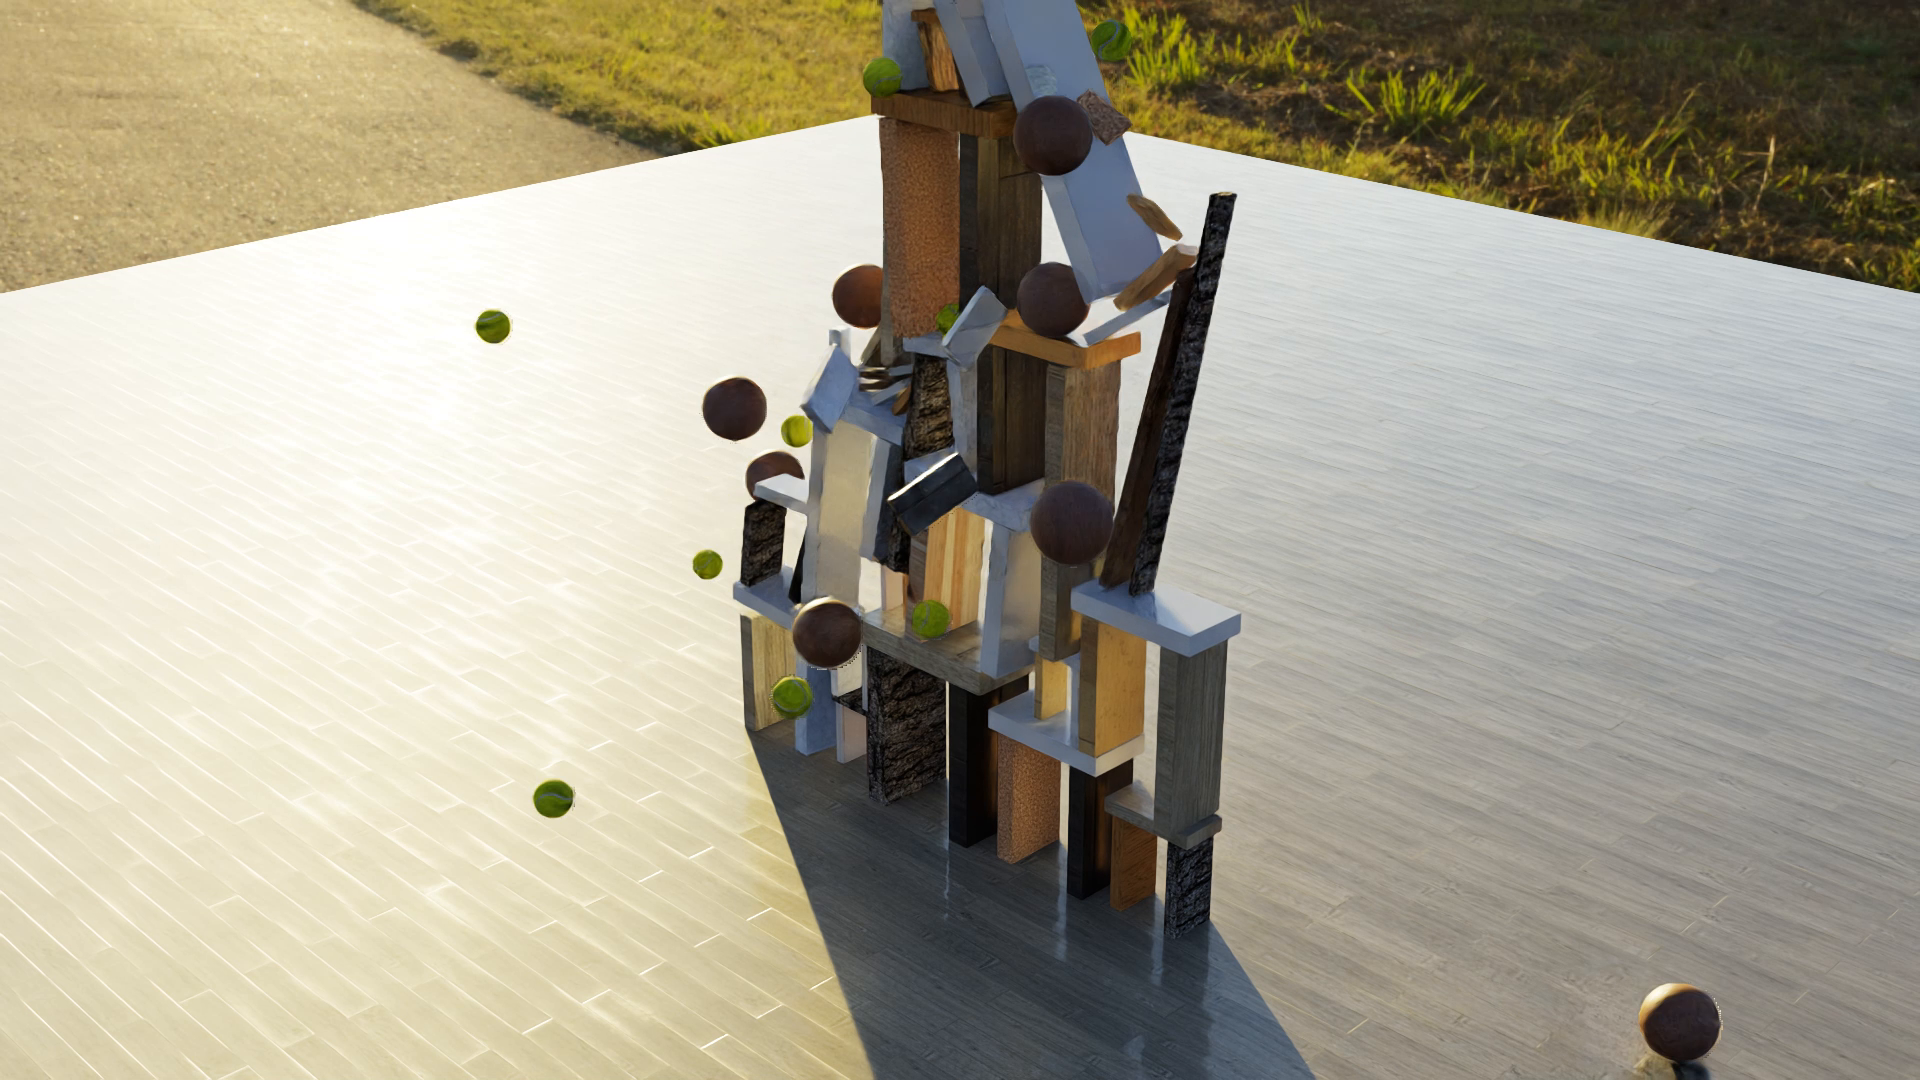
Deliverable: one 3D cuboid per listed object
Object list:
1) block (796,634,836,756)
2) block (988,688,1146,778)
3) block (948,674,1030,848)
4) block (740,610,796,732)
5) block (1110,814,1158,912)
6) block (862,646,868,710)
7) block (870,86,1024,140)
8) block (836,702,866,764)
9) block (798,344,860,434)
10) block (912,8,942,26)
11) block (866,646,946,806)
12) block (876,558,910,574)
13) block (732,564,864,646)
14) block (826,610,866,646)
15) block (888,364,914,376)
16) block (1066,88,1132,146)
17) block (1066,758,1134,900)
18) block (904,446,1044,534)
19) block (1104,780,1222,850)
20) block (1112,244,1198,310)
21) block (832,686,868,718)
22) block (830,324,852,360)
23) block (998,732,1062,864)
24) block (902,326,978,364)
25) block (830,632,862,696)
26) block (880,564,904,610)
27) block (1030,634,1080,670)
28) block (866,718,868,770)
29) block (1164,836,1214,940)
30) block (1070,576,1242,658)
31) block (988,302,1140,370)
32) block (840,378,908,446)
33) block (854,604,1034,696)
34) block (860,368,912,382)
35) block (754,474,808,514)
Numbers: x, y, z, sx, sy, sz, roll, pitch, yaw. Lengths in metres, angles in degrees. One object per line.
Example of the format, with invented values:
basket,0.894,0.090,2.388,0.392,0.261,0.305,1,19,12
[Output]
block,-0.283,0.312,4.674,0.135,0.270,0.038,-16,28,-37
block,0.200,0.360,4.157,0.138,0.039,0.275,-21,31,-41
block,0.057,0.416,4.334,0.049,0.348,0.174,21,31,41
block,-0.410,0.268,4.784,0.038,0.270,0.135,21,31,40
block,0.327,0.588,4.122,0.028,0.198,0.099,21,31,41
block,-0.168,0.274,4.521,0.021,0.146,0.073,21,31,41
block,0.006,-0.770,3.913,0.162,0.046,0.323,-18,28,-38
block,-0.228,0.397,4.648,0.020,0.140,0.070,21,31,41
block,-0.207,-0.239,3.485,0.019,0.068,0.136,-11,41,35
block,-0.022,-0.922,3.877,0.061,0.017,0.122,-20,29,-40
block,-0.107,0.352,4.485,0.049,0.348,0.174,21,31,41
block,-0.115,0.045,4.367,0.098,0.014,0.049,21,30,40
block,-0.343,0.133,4.665,0.270,0.038,0.135,26,37,38
block,-0.200,0.184,4.519,0.073,0.021,0.146,-21,31,-40
block,-0.070,-0.333,4.219,0.120,0.017,0.060,-4,9,33
block,0.228,-0.697,3.628,0.054,0.015,0.107,-42,57,-5
block,0.265,0.530,4.159,0.138,0.275,0.039,-21,31,-40
block,0.060,-0.101,4.112,0.158,0.045,0.316,-20,31,-40
block,0.372,0.502,4.034,0.099,0.028,0.198,-21,31,-40
block,0.334,-0.444,3.727,0.076,0.152,0.022,-9,63,-55
block,-0.196,0.336,4.586,0.070,0.020,0.140,-21,31,-41
block,-0.241,-0.387,4.420,0.023,0.080,0.160,3,10,4
block,0.135,0.479,4.278,0.138,0.275,0.039,-21,31,-41
block,0.009,-0.364,4.064,0.109,0.031,0.218,-20,24,-40
block,-0.236,0.247,4.584,0.073,0.146,0.021,-21,31,-41
block,-0.136,0.088,4.410,0.014,0.098,0.049,18,28,41
block,0.203,0.204,4.091,0.070,0.020,0.140,-21,31,-39
block,-0.163,0.422,4.587,0.020,0.139,0.070,21,31,41
block,0.420,0.624,4.036,0.028,0.198,0.099,21,31,41
block,0.345,0.125,3.898,0.139,0.039,0.278,-21,31,-40
block,0.163,-0.365,3.889,0.144,0.041,0.287,-21,30,-40
block,-0.156,-0.257,4.312,0.134,0.038,0.267,-20,33,-41
block,-0.024,0.201,4.331,0.348,0.049,0.174,21,31,41
block,-0.143,-0.321,4.284,0.097,0.014,0.049,11,18,43
block,-0.324,-0.088,4.578,0.194,0.027,0.097,20,25,30
